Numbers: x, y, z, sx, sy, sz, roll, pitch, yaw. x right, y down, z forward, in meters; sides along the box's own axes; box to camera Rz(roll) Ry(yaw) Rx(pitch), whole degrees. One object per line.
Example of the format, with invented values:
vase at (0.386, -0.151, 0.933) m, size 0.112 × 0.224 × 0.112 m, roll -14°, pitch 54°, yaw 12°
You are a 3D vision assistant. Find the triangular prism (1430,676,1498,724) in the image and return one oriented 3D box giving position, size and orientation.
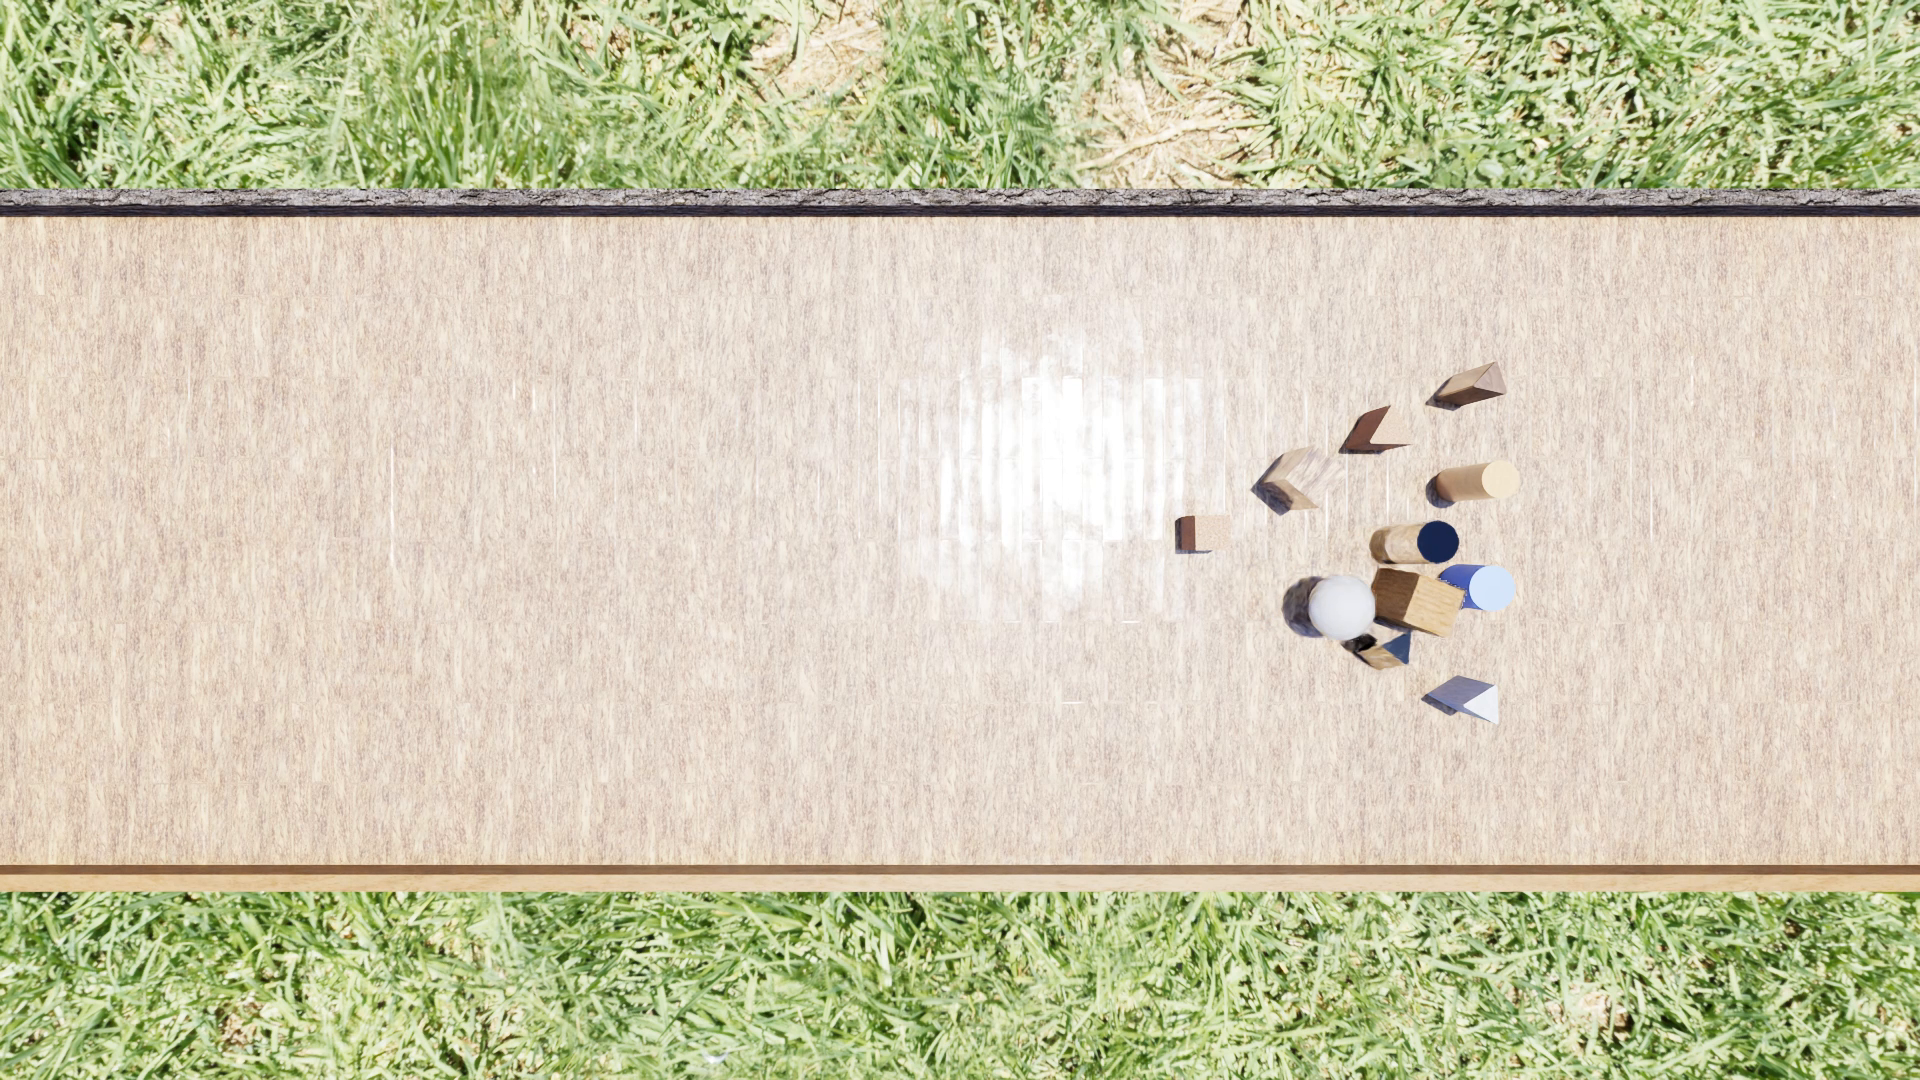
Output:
triangular prism at (1.511, 0.458, 4.896) m, size 0.110 × 0.361 × 0.095 m, roll 28°, pitch 90°, yaw 0°

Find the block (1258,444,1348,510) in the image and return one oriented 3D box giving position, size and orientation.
block at (1.007, -0.180, 4.864) m, size 0.127 × 0.426 × 0.127 m, roll 41°, pitch 90°, yaw 0°

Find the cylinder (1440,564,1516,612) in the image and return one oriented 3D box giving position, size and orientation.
cylinder at (1.539, 0.140, 4.922) m, size 0.133 × 0.309 × 0.133 m, roll 0°, pitch 90°, yaw 0°

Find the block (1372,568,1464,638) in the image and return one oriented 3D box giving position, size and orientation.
block at (1.349, 0.184, 4.914) m, size 0.145 × 0.308 × 0.145 m, roll 21°, pitch 90°, yaw -8°

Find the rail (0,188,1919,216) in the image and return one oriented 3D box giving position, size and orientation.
rail at (-2.247, -1.025, 5.002) m, size 12.000 × 0.150 × 0.050 m, roll 0°, pitch 90°, yaw 0°

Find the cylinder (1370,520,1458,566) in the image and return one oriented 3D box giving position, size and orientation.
cylinder at (1.338, 0.012, 4.876) m, size 0.122 × 0.391 × 0.122 m, roll 0°, pitch 88°, yaw -6°

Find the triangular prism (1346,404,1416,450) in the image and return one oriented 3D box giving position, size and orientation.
triangular prism at (1.250, -0.337, 4.919) m, size 0.130 × 0.314 × 0.112 m, roll 1°, pitch 90°, yaw 0°

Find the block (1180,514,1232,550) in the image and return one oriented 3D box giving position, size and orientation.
block at (0.732, -0.022, 4.923) m, size 0.102 × 0.308 × 0.102 m, roll -1°, pitch 90°, yaw 0°

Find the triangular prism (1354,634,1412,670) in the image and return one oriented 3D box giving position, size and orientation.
triangular prism at (1.261, 0.318, 4.866) m, size 0.091 × 0.418 × 0.078 m, roll 37°, pitch 87°, yaw 6°

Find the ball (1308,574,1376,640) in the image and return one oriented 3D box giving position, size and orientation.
ball at (1.106, 0.195, 4.780) m, size 0.194 × 0.194 × 0.194 m, roll 0°, pitch 90°, yaw 0°

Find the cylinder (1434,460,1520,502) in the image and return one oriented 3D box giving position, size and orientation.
cylinder at (1.514, -0.170, 4.847) m, size 0.106 × 0.460 × 0.106 m, roll 0°, pitch 90°, yaw 0°

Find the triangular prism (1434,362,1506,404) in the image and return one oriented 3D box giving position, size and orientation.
triangular prism at (1.512, -0.466, 4.875) m, size 0.096 × 0.403 × 0.083 m, roll 12°, pitch 90°, yaw 0°

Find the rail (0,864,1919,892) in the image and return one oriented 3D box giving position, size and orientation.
rail at (-2.247, 1.025, 5.001) m, size 12.000 × 0.150 × 0.050 m, roll 0°, pitch 90°, yaw 0°
